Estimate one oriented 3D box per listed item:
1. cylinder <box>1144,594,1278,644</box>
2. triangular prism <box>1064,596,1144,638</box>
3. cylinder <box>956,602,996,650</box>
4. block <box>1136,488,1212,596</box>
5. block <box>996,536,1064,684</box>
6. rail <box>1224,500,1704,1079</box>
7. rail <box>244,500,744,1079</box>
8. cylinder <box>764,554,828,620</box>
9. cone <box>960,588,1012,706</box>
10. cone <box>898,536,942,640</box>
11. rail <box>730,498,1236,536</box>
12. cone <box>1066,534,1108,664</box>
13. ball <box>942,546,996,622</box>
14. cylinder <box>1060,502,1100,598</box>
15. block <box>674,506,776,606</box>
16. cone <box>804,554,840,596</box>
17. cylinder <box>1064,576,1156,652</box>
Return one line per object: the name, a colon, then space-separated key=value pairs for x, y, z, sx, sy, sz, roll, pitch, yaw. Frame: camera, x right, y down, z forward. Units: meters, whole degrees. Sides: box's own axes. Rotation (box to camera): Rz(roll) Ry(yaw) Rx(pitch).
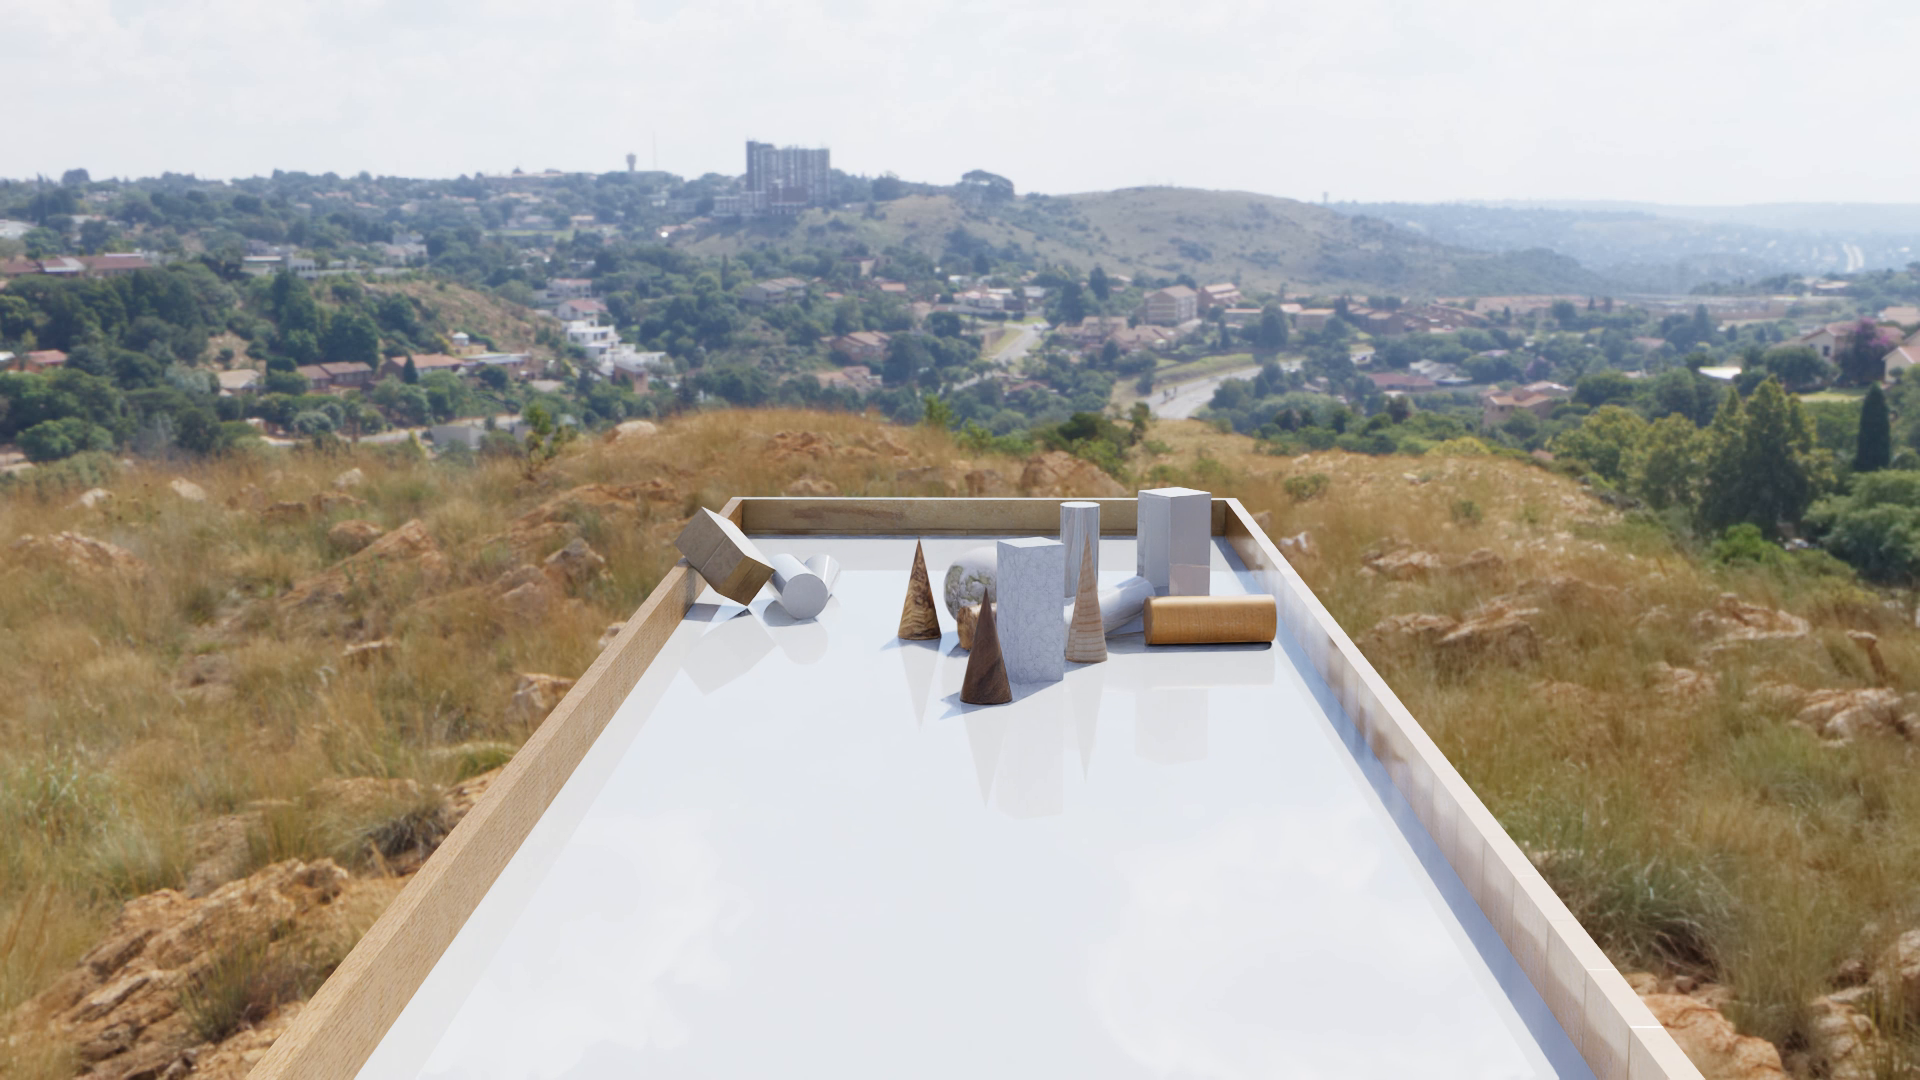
cylinder: x=0.790 y=0.250 z=6.954 sx=0.398 sy=0.150 sz=0.150 roll=-1 pitch=9 yaw=-6
triangular prism: x=0.458 y=0.234 z=7.096 sx=0.375 sy=0.129 sz=0.149 roll=-6 pitch=11 yaw=-34
cylinder: x=0.156 y=0.263 z=6.903 sx=0.301 sy=0.139 sz=0.139 roll=-4 pitch=10 yaw=-25
block: x=0.699 y=0.062 z=7.201 sx=0.170 sy=0.443 sz=0.170 roll=-6 pitch=11 yaw=-33
block: x=0.205 y=0.205 z=6.427 sx=0.147 sy=0.403 sz=0.147 roll=-4 pitch=10 yaw=-25
rail: x=1.046 y=0.843 z=3.208 sx=0.050 sy=0.150 sz=12.000 roll=0 pitch=9 yaw=1
rail: x=-1.004 y=0.839 z=3.234 sx=0.050 sy=0.150 sz=12.000 roll=0 pitch=9 yaw=1
cylinder: x=-0.567 y=0.157 z=7.523 sx=0.156 sy=0.156 sz=0.412 roll=-2 pitch=9 yaw=-14
cone: x=0.073 y=0.286 z=6.161 sx=0.152 sy=0.327 sz=0.152 roll=0 pitch=9 yaw=0
cone: x=-0.130 y=0.147 z=7.037 sx=0.145 sy=0.327 sz=0.145 roll=0 pitch=9 yaw=0
rail: x=0.099 y=-0.098 z=9.147 sx=2.100 sy=0.150 sz=0.050 roll=0 pitch=9 yaw=1
cone: x=0.386 y=0.165 z=6.685 sx=0.131 sy=0.401 sz=0.131 roll=0 pitch=9 yaw=0
ball: x=0.087 y=0.162 z=7.077 sx=0.284 sy=0.284 sz=0.284 roll=0 pitch=9 yaw=0
cylinder: x=0.391 y=0.083 z=7.198 sx=0.128 sy=0.403 sz=0.128 roll=0 pitch=9 yaw=0
block: x=-0.812 y=0.057 z=7.574 sx=0.164 sy=0.164 sz=0.308 roll=29 pitch=12 yaw=-50
cone: x=-0.486 y=0.179 z=7.656 sx=0.141 sy=0.141 sz=0.359 roll=0 pitch=20 yaw=-2
cylinder: x=0.443 y=0.232 z=6.937 sx=0.125 sy=0.125 sz=0.410 roll=8 pitch=22 yaw=43
